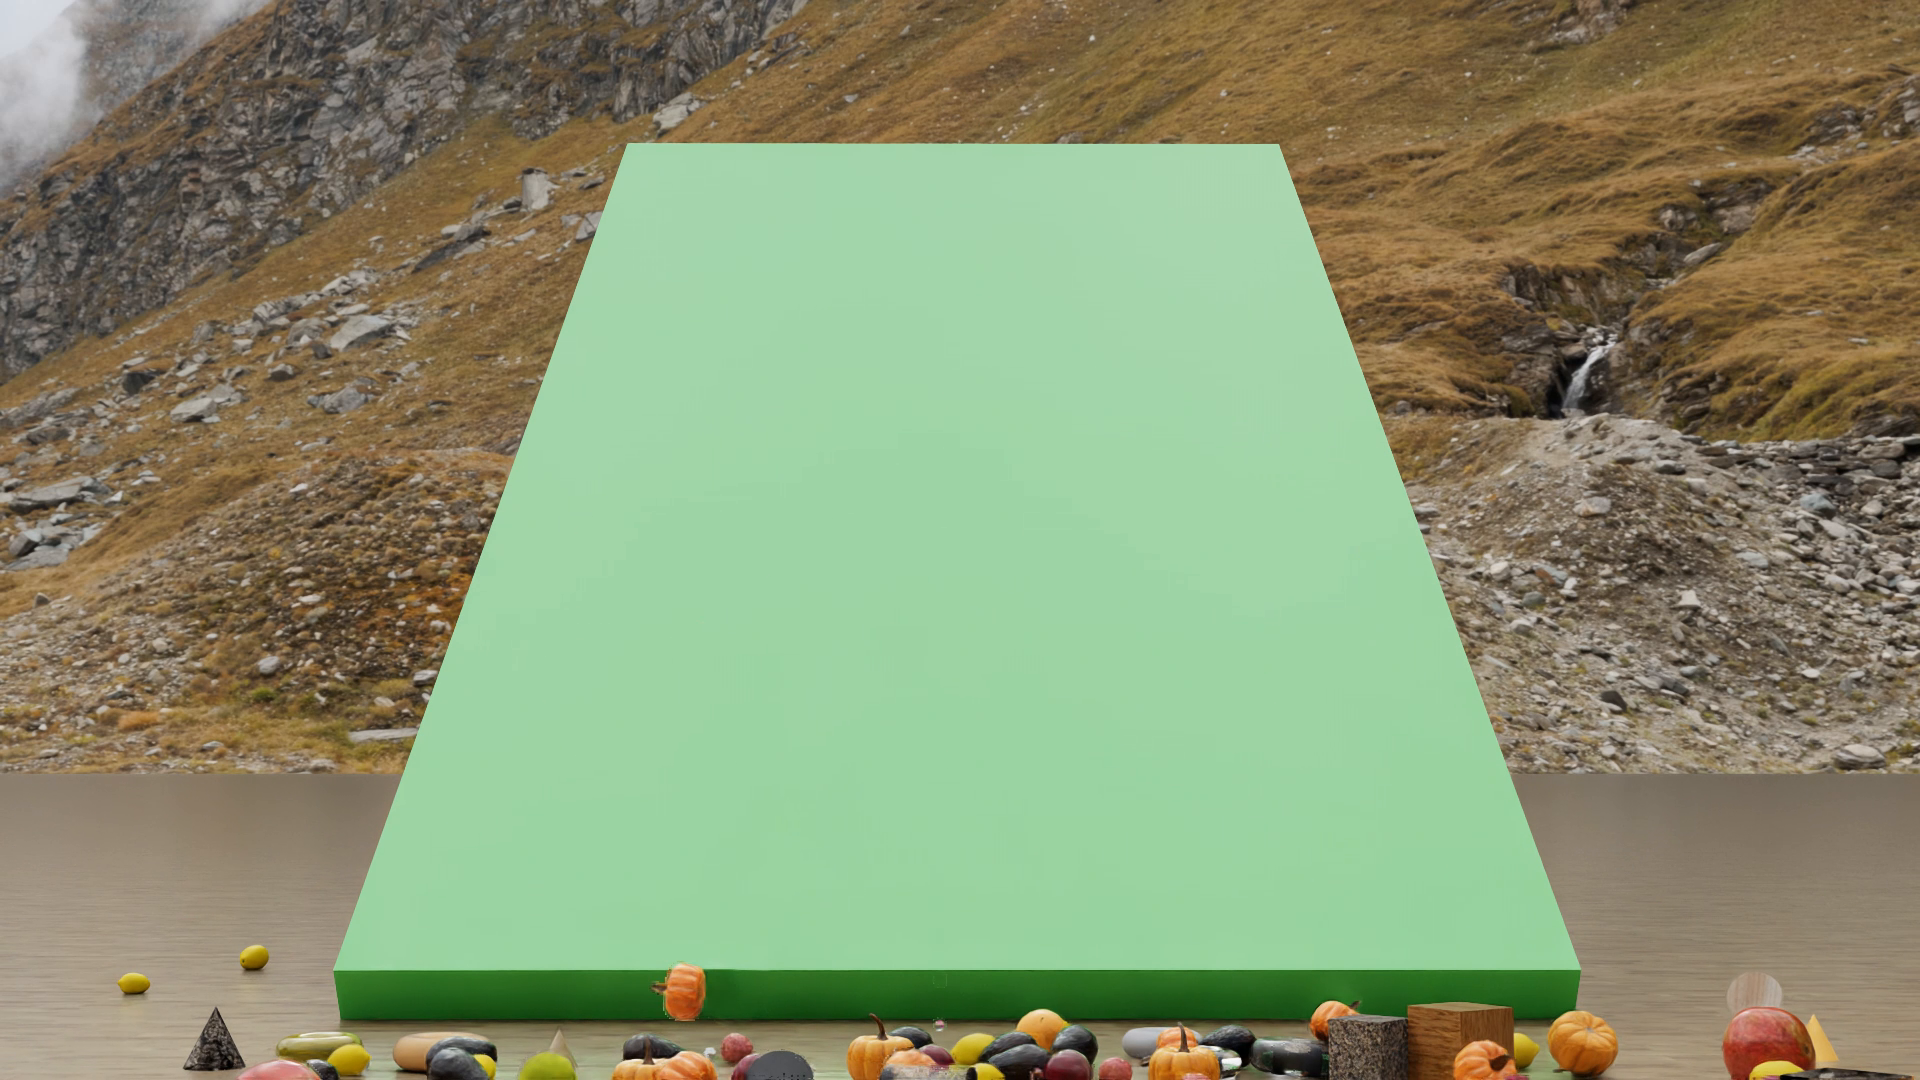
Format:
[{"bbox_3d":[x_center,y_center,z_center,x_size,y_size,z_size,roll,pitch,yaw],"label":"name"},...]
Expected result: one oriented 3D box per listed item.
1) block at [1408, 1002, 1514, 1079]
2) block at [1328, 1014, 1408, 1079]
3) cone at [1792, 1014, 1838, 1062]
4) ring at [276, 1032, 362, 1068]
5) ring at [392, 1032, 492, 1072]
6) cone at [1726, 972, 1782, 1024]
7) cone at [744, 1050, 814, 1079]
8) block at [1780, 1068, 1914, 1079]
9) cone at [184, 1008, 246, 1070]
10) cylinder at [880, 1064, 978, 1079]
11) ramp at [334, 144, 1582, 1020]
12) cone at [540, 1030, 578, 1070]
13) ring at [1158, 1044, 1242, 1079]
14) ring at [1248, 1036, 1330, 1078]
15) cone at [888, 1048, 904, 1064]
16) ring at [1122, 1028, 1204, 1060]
[{"bbox_3d":[0.653,0.656,3.119,0.096,0.096,0.096,4,-6,-33],"label":"block"},{"bbox_3d":[0.538,0.667,3.136,0.079,0.079,0.079,-5,-7,41],"label":"block"},{"bbox_3d":[1.198,0.695,3.355,0.063,0.063,0.063,0,-5,0],"label":"cone"},{"bbox_3d":[-0.883,0.702,3.300,0.117,0.039,0.117,-1,-5,0],"label":"ring"},{"bbox_3d":[-0.701,0.695,3.246,0.134,0.045,0.134,1,-6,0],"label":"ring"},{"bbox_3d":[1.292,0.756,3.866,0.087,0.087,0.087,-3,-33,30],"label":"cone"},{"bbox_3d":[-0.210,0.659,2.834,0.083,0.083,0.083,0,-32,2],"label":"cone"},{"bbox_3d":[0.901,0.591,2.426,0.095,0.095,0.095,5,-7,-42],"label":"block"},{"bbox_3d":[-1.015,0.677,3.261,0.083,0.083,0.083,0,-5,0],"label":"cone"},{"bbox_3d":[-0.033,0.603,2.536,0.091,0.091,0.091,-1,-6,14],"label":"cylinder"},{"bbox_3d":[-0.012,-0.220,5.616,2.000,0.100,4.000,0,28,0],"label":"ramp"},{"bbox_3d":[-0.546,0.691,3.256,0.052,0.052,0.052,0,-5,0],"label":"cone"},{"bbox_3d":[0.316,0.690,3.162,0.112,0.037,0.112,1,-6,0],"label":"ring"},{"bbox_3d":[0.450,0.689,3.192,0.131,0.044,0.131,4,-7,0],"label":"ring"},{"bbox_3d":[-0.080,0.664,3.005,0.058,0.058,0.058,0,-5,0],"label":"cone"},{"bbox_3d":[0.286,0.710,3.372,0.115,0.038,0.115,1,-6,0],"label":"ring"}]
